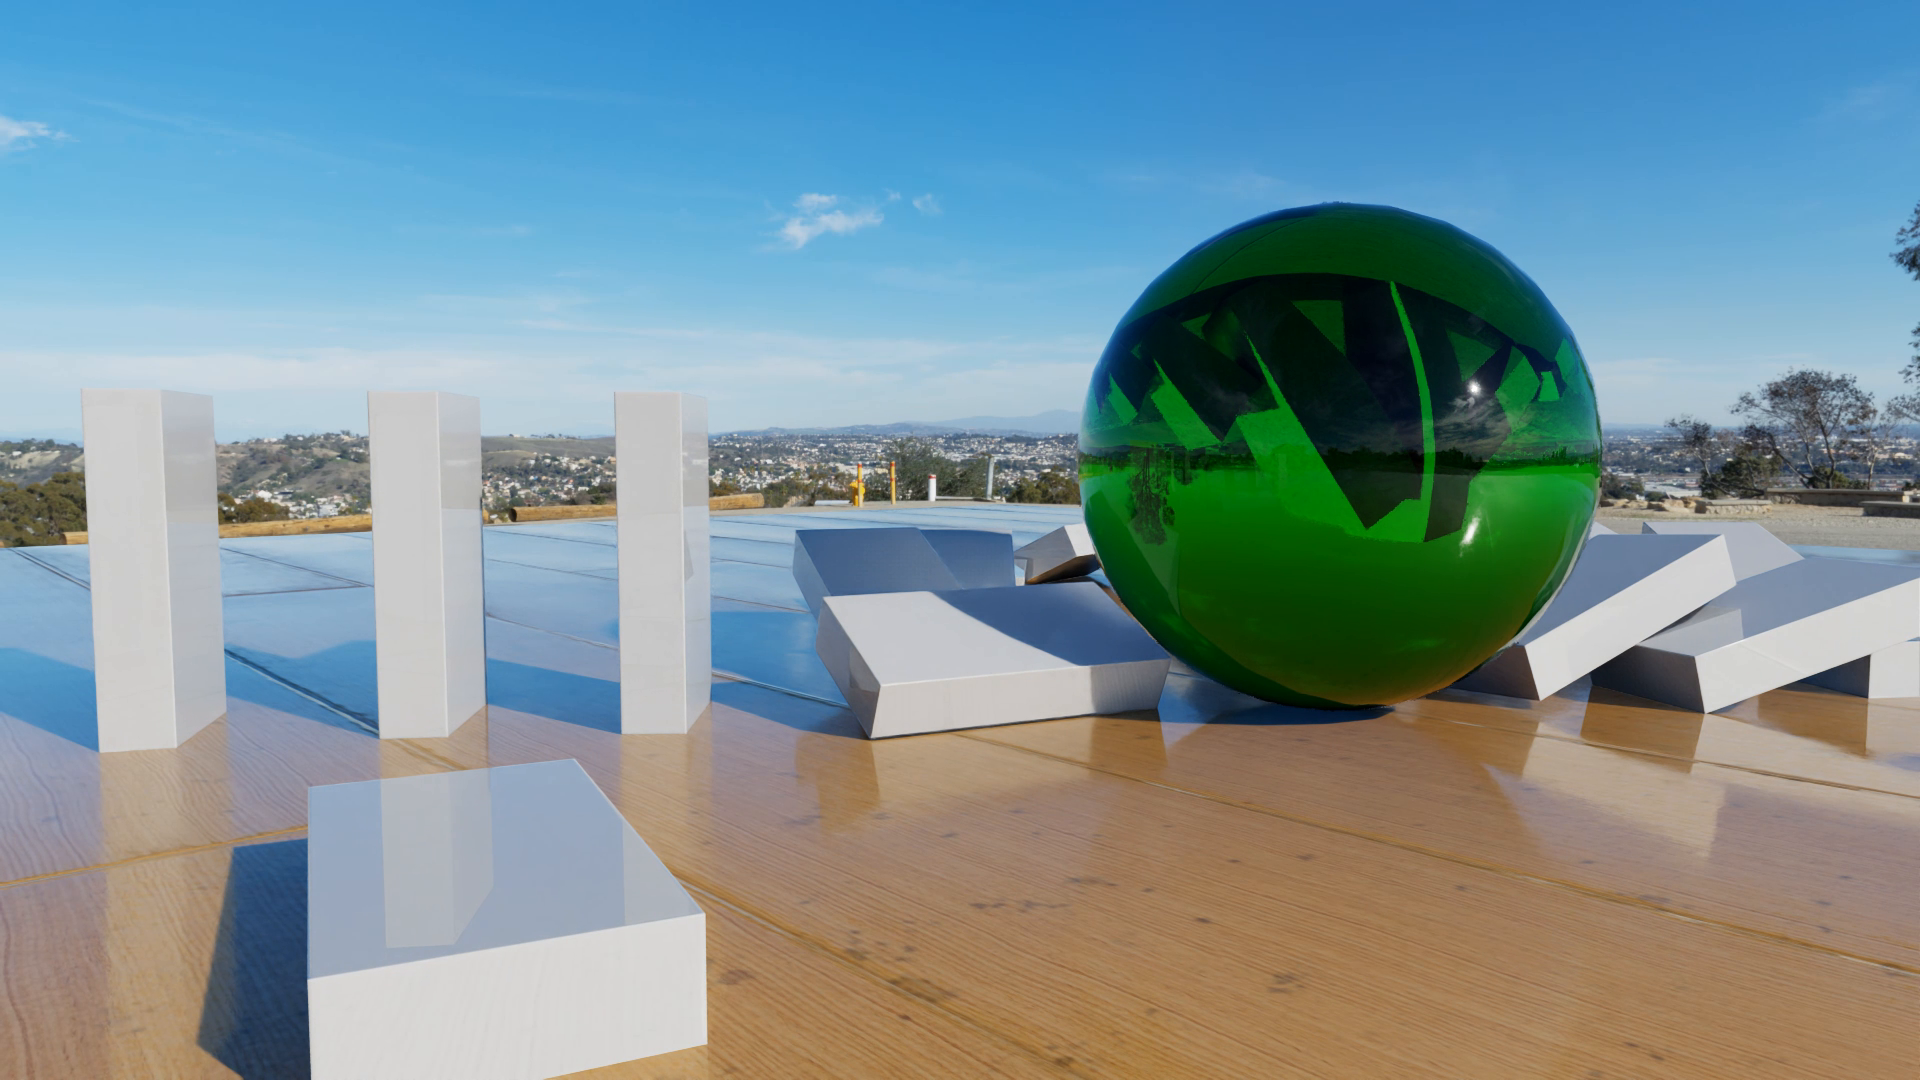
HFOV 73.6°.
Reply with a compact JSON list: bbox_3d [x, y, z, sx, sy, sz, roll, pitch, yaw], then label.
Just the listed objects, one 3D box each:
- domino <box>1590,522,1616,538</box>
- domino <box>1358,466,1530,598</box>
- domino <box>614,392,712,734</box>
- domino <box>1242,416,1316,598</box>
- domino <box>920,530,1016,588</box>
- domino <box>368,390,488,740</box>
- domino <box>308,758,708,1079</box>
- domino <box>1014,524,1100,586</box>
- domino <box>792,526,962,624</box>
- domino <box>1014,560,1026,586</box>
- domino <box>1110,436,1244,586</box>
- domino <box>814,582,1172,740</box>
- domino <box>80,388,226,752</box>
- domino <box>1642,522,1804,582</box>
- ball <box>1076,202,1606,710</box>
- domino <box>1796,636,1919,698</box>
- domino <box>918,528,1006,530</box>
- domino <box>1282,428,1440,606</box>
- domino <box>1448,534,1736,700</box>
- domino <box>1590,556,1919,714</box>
[{"bbox_3d":[0.152,0.005,0.310,0.025,0.010,0.050,-2,28,-27],"label":"domino"},{"bbox_3d":[0.131,-0.001,0.334,0.025,0.009,0.050,-4,40,-40],"label":"domino"},{"bbox_3d":[-0.045,0.003,0.199,0.009,0.050,0.025,0,4,-2],"label":"domino"},{"bbox_3d":[0.090,-0.010,0.363,0.009,0.050,0.025,3,5,40],"label":"domino"},{"bbox_3d":[-0.001,0.011,0.269,0.025,0.010,0.050,0,21,1],"label":"domino"},{"bbox_3d":[-0.081,0.003,0.196,0.010,0.050,0.025,-1,4,-7],"label":"domino"},{"bbox_3d":[-0.040,0.030,0.107,0.025,0.010,0.050,-2,5,-27],"label":"domino"},{"bbox_3d":[0.035,0.004,0.389,0.025,0.010,0.050,-28,-11,31],"label":"domino"},{"bbox_3d":[-0.013,0.012,0.236,0.025,0.010,0.050,-2,24,-20],"label":"domino"},{"bbox_3d":[0.005,0.012,0.344,0.025,0.010,0.050,0,4,4],"label":"domino"},{"bbox_3d":[0.067,-0.009,0.379,0.050,0.009,0.025,-37,-19,-4],"label":"domino"},{"bbox_3d":[0.005,0.018,0.203,0.050,0.009,0.025,-2,28,-27],"label":"domino"},{"bbox_3d":[-0.118,0.003,0.188,0.010,0.050,0.025,-1,4,-15],"label":"domino"},{"bbox_3d":[0.170,0.010,0.277,0.025,0.009,0.050,0,22,5],"label":"domino"},{"bbox_3d":[0.059,-0.013,0.206,0.080,0.080,0.080,0,4,0],"label":"ball"},{"bbox_3d":[0.175,0.021,0.229,0.050,0.009,0.025,0,4,-6],"label":"domino"},{"bbox_3d":[-0.001,0.009,0.303,0.025,0.010,0.050,0,18,1],"label":"domino"},{"bbox_3d":[0.110,-0.007,0.351,0.025,0.050,0.010,-5,-27,-50],"label":"domino"},{"bbox_3d":[0.107,0.012,0.225,0.050,0.009,0.025,-23,9,-22],"label":"domino"},{"bbox_3d":[0.137,0.015,0.219,0.050,0.010,0.025,-16,8,-12],"label":"domino"}]
